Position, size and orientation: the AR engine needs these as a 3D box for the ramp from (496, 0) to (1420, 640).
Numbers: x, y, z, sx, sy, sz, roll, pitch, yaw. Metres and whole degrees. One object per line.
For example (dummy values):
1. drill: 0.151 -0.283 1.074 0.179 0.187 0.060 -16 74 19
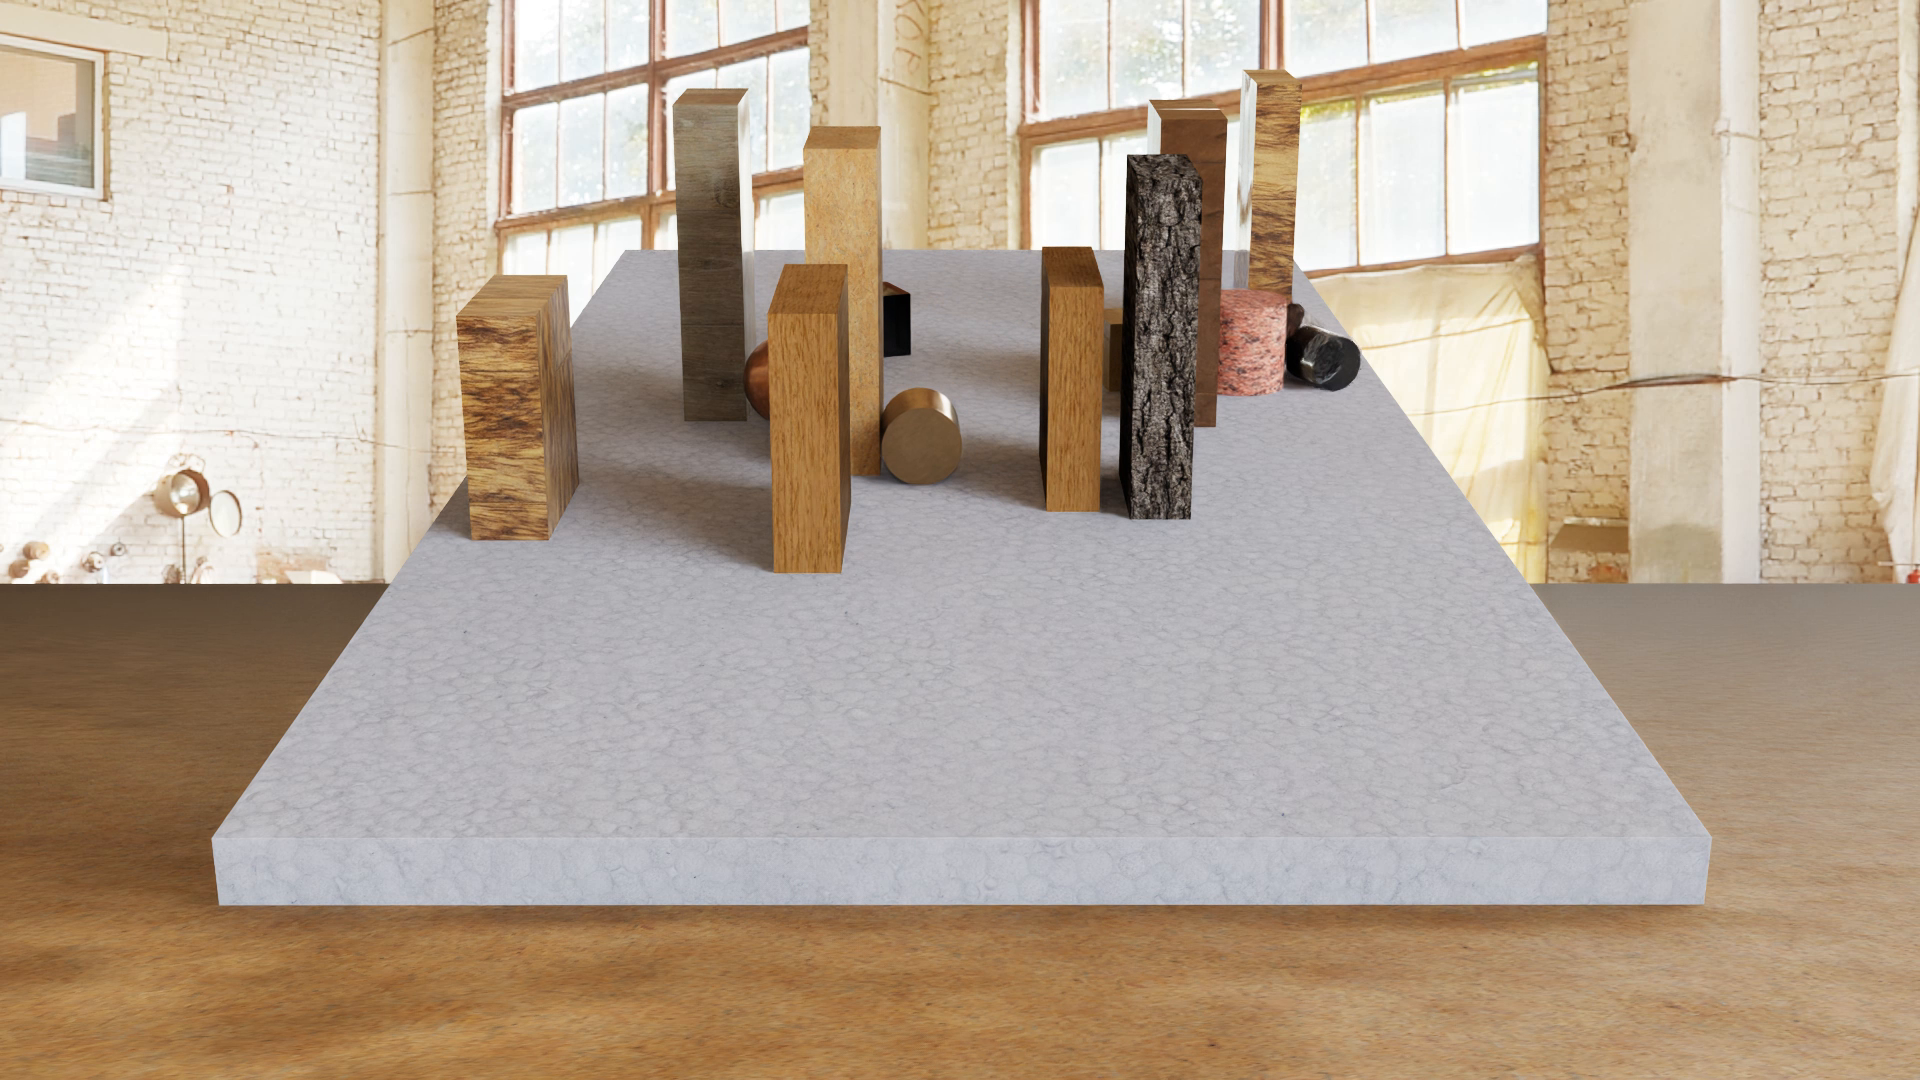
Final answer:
1. ramp: -0.004 -0.193 4.904 2.000 4.000 0.100 0 0 0

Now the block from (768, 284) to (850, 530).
1. block: -0.271 -0.231 4.119 0.119 0.421 0.472 0 0 0

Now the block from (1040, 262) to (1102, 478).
1. block: 0.218 -0.326 4.453 0.102 0.395 0.441 0 0 0

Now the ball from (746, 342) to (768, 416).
1. ball: -0.371 -0.350 4.895 0.202 0.202 0.202 0 -1 0

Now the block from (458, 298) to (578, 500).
1. block: -0.835 -0.258 4.268 0.143 0.358 0.426 0 0 0

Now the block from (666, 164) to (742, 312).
1. block: -0.539 -0.634 4.974 0.138 0.282 0.690 0 0 0

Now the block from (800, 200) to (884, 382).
1. block: -0.234 -0.494 4.604 0.143 0.305 0.661 0 0 0

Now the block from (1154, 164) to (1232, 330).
1. block: 0.489 -0.614 4.952 0.140 0.316 0.668 0 0 0

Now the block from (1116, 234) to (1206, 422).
1. block: 0.383 -0.395 4.331 0.116 0.304 0.649 0 0 0
